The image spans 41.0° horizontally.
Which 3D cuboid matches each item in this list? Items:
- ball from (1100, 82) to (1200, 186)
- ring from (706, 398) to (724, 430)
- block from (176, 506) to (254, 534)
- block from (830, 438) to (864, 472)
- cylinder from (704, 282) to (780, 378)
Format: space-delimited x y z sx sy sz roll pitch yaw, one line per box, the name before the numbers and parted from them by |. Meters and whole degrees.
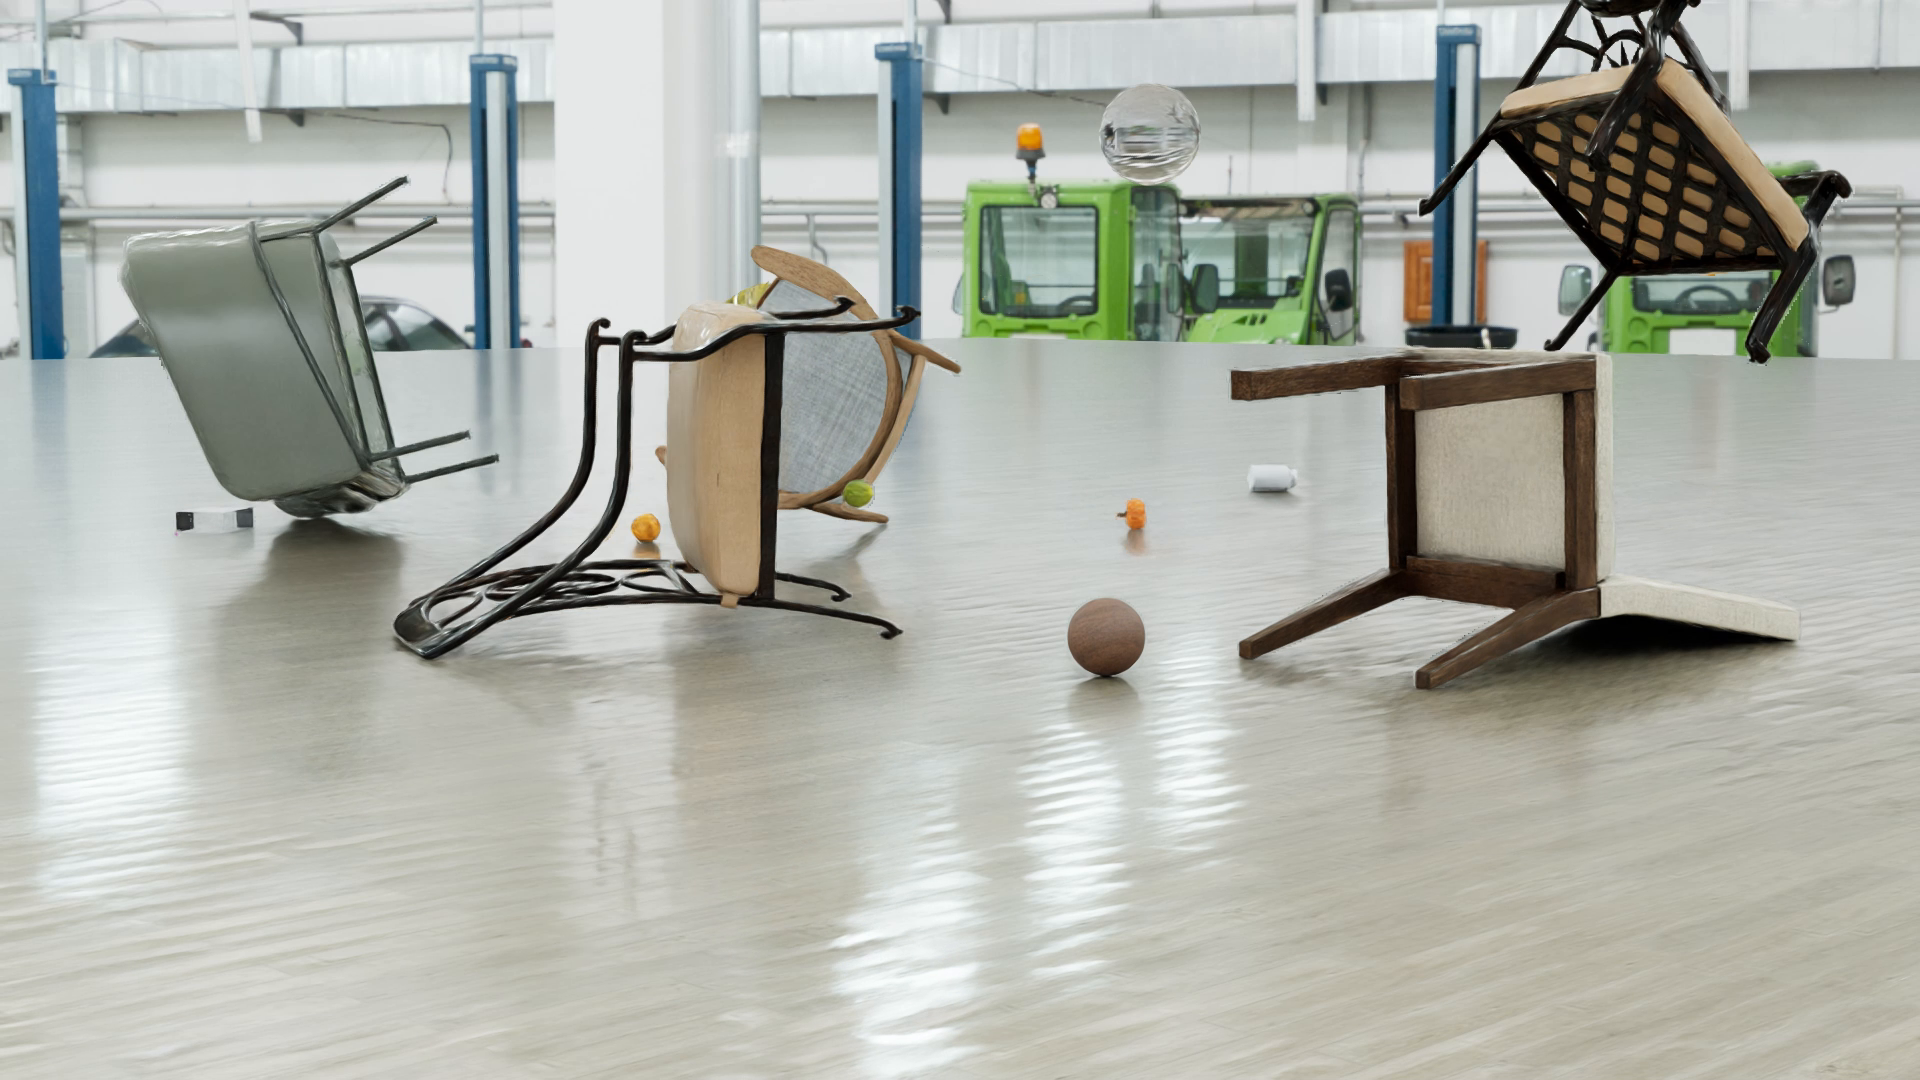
ball | 0.329 -0.704 4.451 0.176 0.176 0.176 0 6 0
ring | -0.730 -0.374 7.645 0.035 0.099 0.067 -5 15 22
block | -1.936 -0.053 6.666 0.135 0.053 0.157 1 6 12
block | -0.316 -0.239 7.188 0.047 0.076 0.086 -24 11 -14
cylinder | -0.622 -0.603 7.357 0.242 0.100 0.247 -30 32 23
